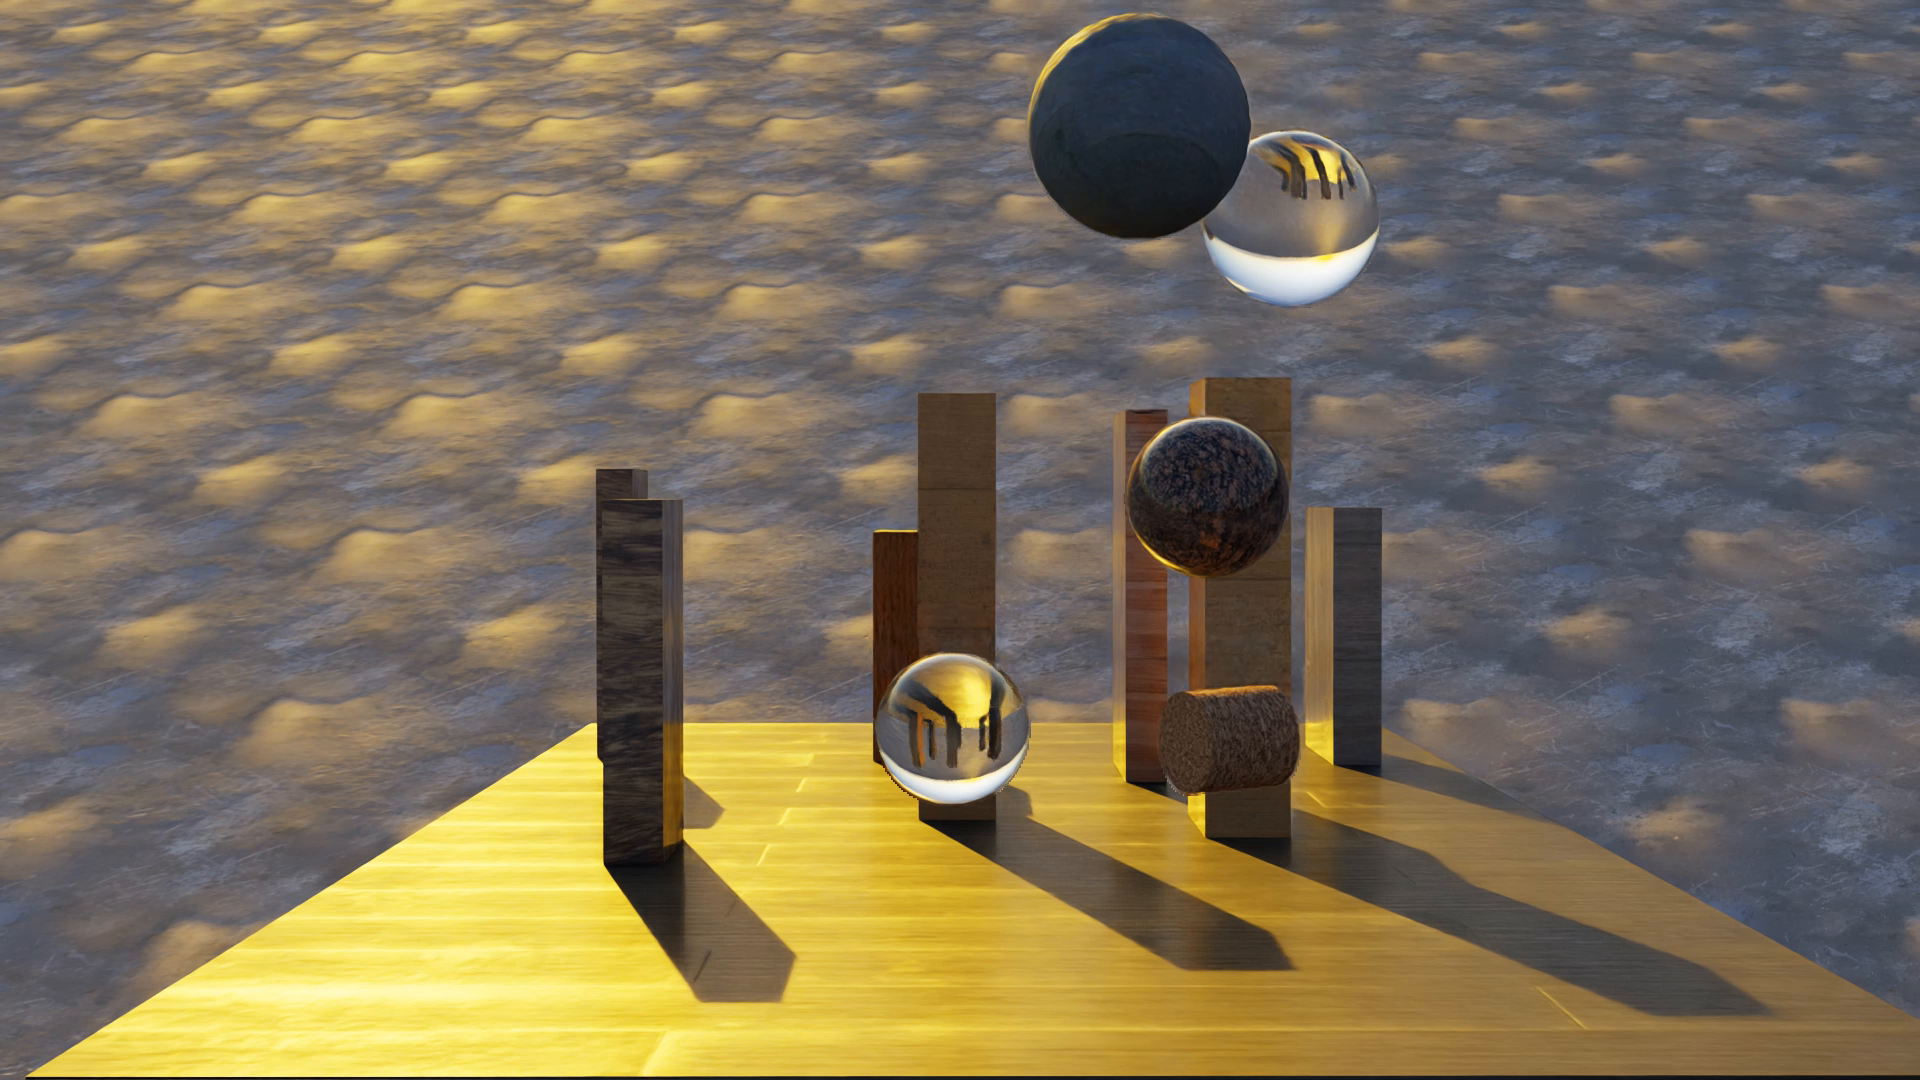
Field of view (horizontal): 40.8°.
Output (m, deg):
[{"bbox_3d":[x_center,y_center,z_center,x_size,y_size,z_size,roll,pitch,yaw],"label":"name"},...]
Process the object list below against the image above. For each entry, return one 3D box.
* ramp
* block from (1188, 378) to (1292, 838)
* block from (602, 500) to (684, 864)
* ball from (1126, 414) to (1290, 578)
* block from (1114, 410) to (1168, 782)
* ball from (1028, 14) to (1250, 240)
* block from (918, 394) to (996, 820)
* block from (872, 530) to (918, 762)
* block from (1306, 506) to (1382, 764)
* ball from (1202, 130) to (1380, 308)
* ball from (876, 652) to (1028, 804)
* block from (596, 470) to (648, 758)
[{"bbox_3d":[0.061,0.552,4.589,2.000,0.100,4.000,0,1,0],"label":"ramp"},{"bbox_3d":[0.489,0.112,4.539,0.145,0.781,0.319,0,1,0],"label":"block"},{"bbox_3d":[-0.515,0.222,4.212,0.095,0.575,0.303,0,1,0],"label":"block"},{"bbox_3d":[0.283,-0.050,2.947,0.186,0.186,0.186,0,27,0],"label":"ball"},{"bbox_3d":[0.377,0.110,5.433,0.084,0.754,0.415,0,1,0],"label":"block"},{"bbox_3d":[0.168,-0.387,2.421,0.209,0.209,0.209,0,27,0],"label":"ball"},{"bbox_3d":[-0.005,0.117,4.759,0.139,0.764,0.276,0,1,0],"label":"block"},{"bbox_3d":[-0.142,0.230,5.818,0.096,0.500,0.357,0,1,0],"label":"block"},{"bbox_3d":[0.855,0.204,5.779,0.104,0.554,0.443,0,1,0],"label":"block"},{"bbox_3d":[0.333,-0.324,2.604,0.178,0.178,0.178,0,27,0],"label":"ball"},{"bbox_3d":[-0.009,0.211,2.899,0.172,0.172,0.172,0,27,0],"label":"ball"},{"bbox_3d":[-0.766,0.160,5.864,0.081,0.640,0.284,0,1,0],"label":"block"}]
